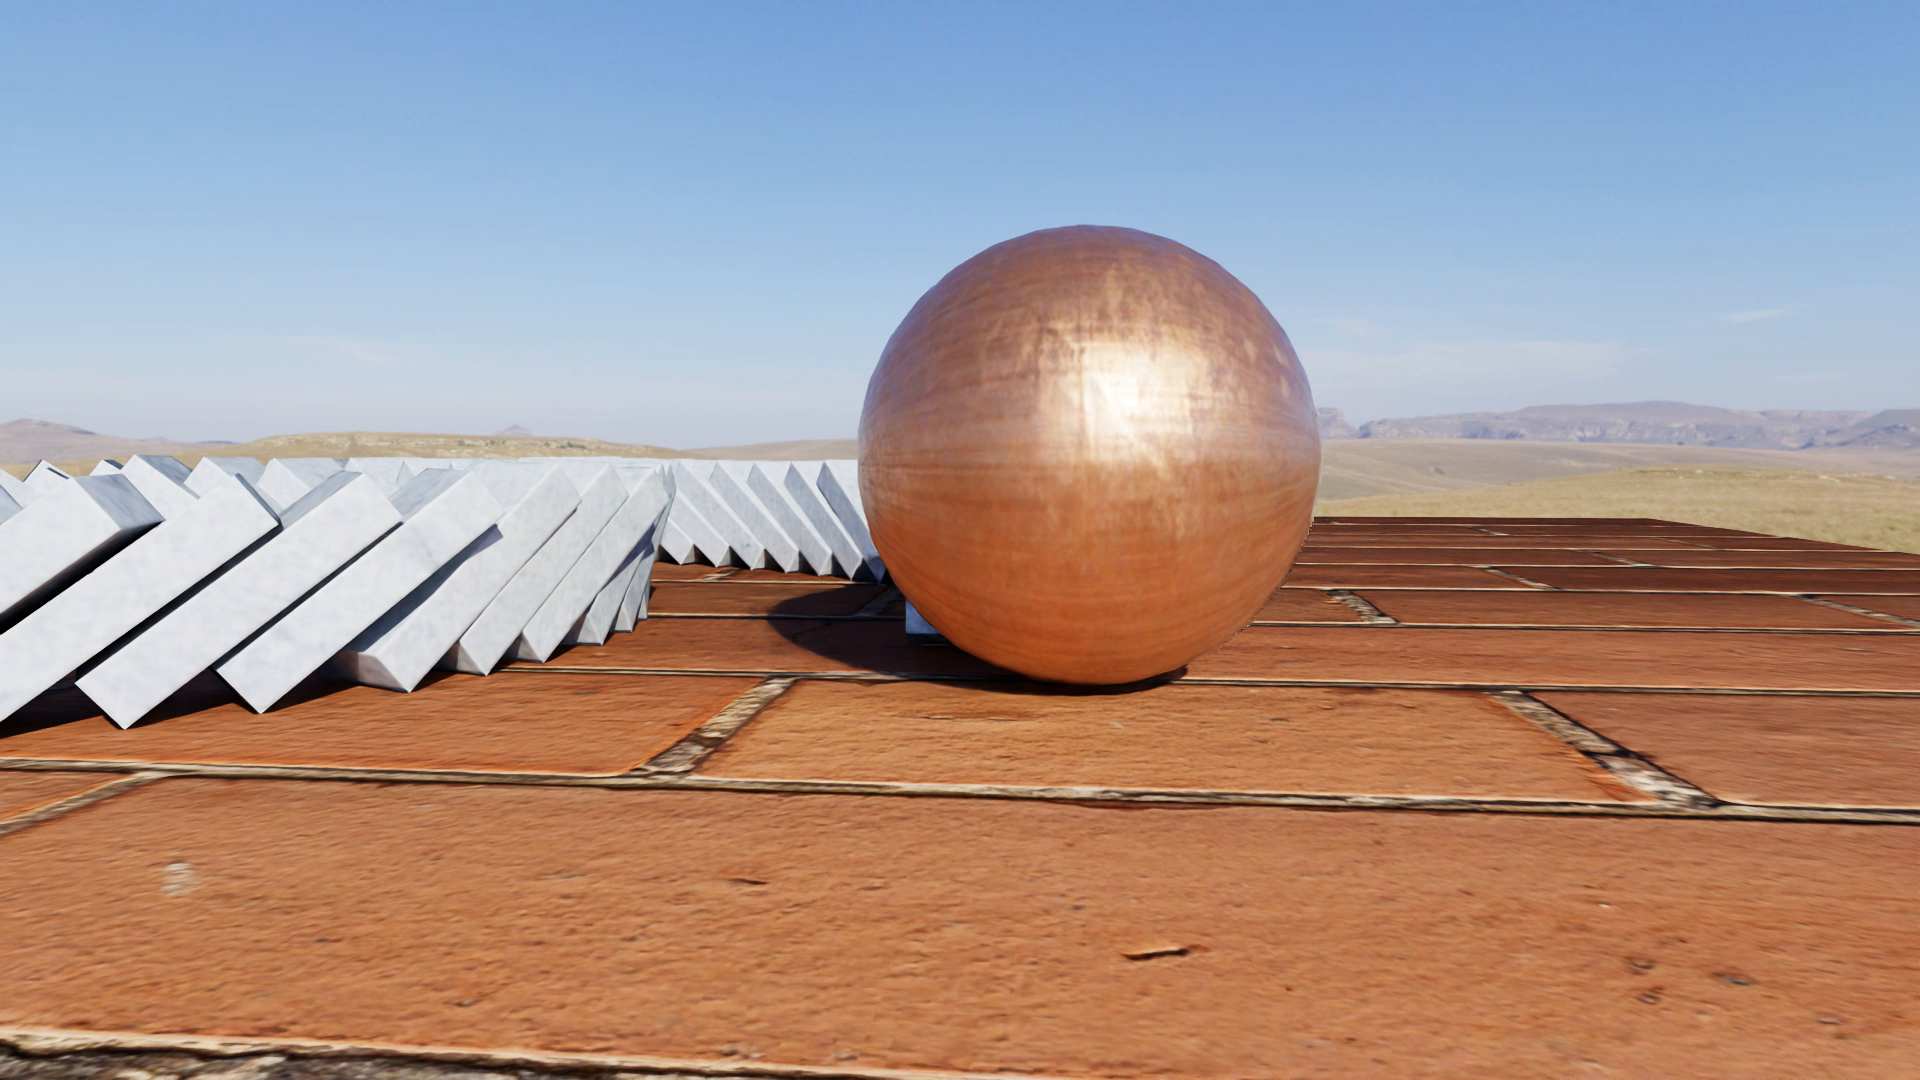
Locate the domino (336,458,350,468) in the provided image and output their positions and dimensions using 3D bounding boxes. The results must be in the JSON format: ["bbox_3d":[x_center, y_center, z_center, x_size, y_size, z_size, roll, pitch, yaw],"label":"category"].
[{"bbox_3d":[-0.210,-0.011,0.472,0.050,0.009,0.025,35,0,-8],"label":"domino"}]

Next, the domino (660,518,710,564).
[{"bbox_3d":[-0.107,-0.011,0.467,0.050,0.010,0.025,41,21,20],"label":"domino"}]

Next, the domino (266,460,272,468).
[{"bbox_3d":[-0.227,-0.011,0.467,0.050,0.009,0.025,36,-4,-12],"label":"domino"}]

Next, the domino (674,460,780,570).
[{"bbox_3d":[-0.077,-0.010,0.451,0.050,0.010,0.025,44,27,26],"label":"domino"}]

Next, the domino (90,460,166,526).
[{"bbox_3d":[-0.274,-0.009,0.445,0.050,0.010,0.025,38,-13,-24],"label":"domino"}]

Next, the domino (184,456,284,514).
[{"bbox_3d":[-0.195,-0.005,0.373,0.050,0.009,0.025,39,3,-2],"label":"domino"}]

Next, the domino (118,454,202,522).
[{"bbox_3d":[-0.213,-0.005,0.368,0.050,0.010,0.025,39,-5,-11],"label":"domino"}]

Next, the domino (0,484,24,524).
[{"bbox_3d":[-0.162,0.010,0.181,0.050,0.010,0.025,-39,9,-5],"label":"domino"}]

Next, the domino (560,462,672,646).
[{"bbox_3d":[-0.085,0.002,0.288,0.025,0.010,0.050,1,42,10],"label":"domino"}]

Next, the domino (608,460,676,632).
[{"bbox_3d":[-0.086,0.000,0.305,0.025,0.009,0.050,1,42,3],"label":"domino"}]

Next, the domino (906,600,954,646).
[{"bbox_3d":[0.002,-0.003,0.275,0.025,0.050,0.010,0,-19,4],"label":"domino"}]

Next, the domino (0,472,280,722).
[{"bbox_3d":[-0.131,0.009,0.199,0.050,0.010,0.025,-42,21,-19],"label":"domino"}]

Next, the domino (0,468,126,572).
[{"bbox_3d":[-0.233,-0.001,0.329,0.025,0.009,0.050,1,-33,33],"label":"domino"}]

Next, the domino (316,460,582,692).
[{"bbox_3d":[-0.096,0.005,0.239,0.025,0.010,0.050,3,44,32],"label":"domino"}]

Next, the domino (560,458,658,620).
[{"bbox_3d":[-0.090,-0.001,0.323,0.025,0.009,0.050,0,43,-8],"label":"domino"}]

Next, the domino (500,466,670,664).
[{"bbox_3d":[-0.085,0.004,0.269,0.025,0.009,0.050,2,42,25],"label":"domino"}]

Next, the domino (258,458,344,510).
[{"bbox_3d":[-0.178,-0.005,0.377,0.050,0.009,0.025,39,10,6],"label":"domino"}]

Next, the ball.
[{"bbox_3d":[0.022,-0.014,0.226,0.080,0.080,0.080,0,4,0],"label":"ball"}]

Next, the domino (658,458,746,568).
[{"bbox_3d":[-0.092,-0.010,0.460,0.050,0.009,0.025,42,24,23],"label":"domino"}]

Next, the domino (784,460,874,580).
[{"bbox_3d":[-0.035,-0.007,0.419,0.025,0.010,0.050,-3,41,-38],"label":"domino"}]

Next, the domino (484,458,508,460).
[{"bbox_3d":[-0.158,-0.012,0.478,0.050,0.010,0.025,37,8,4],"label":"domino"}]

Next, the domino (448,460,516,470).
[{"bbox_3d":[-0.125,-0.004,0.364,0.025,0.010,0.050,-4,43,-41],"label":"domino"}]

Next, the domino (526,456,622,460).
[{"bbox_3d":[-0.100,-0.002,0.338,0.025,0.009,0.050,-2,44,-22],"label":"domino"}]

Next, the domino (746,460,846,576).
[{"bbox_3d":[-0.048,-0.008,0.431,0.025,0.009,0.050,-4,41,-43],"label":"domino"}]

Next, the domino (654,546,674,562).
[{"bbox_3d":[-0.123,-0.012,0.474,0.050,0.009,0.025,40,18,17],"label":"domino"}]

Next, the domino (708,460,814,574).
[{"bbox_3d":[-0.062,-0.009,0.441,0.025,0.010,0.050,-5,42,-49],"label":"domino"}]

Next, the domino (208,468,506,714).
[{"bbox_3d":[-0.105,0.007,0.221,0.025,0.010,0.050,6,45,51],"label":"domino"}]

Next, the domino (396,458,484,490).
[{"bbox_3d":[-0.141,-0.005,0.373,0.025,0.009,0.050,-4,44,-51],"label":"domino"}]

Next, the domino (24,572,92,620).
[{"bbox_3d":[-0.242,0.014,0.311,0.025,0.010,0.050,3,5,30],"label":"domino"}]

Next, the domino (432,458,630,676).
[{"bbox_3d":[-0.090,0.004,0.254,0.025,0.010,0.050,4,45,27],"label":"domino"}]

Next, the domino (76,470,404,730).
[{"bbox_3d":[-0.117,0.008,0.210,0.050,0.009,0.025,-44,26,-23],"label":"domino"}]

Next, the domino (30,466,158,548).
[{"bbox_3d":[-0.227,-0.002,0.351,0.050,0.009,0.025,38,-17,-30],"label":"domino"}]

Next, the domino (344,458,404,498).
[{"bbox_3d":[-0.158,-0.005,0.379,0.050,0.009,0.025,43,21,19],"label":"domino"}]

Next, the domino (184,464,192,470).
[{"bbox_3d":[-0.259,-0.010,0.454,0.050,0.009,0.025,37,-9,-19],"label":"domino"}]

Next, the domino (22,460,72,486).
[{"bbox_3d":[-0.287,-0.009,0.432,0.050,0.010,0.025,41,-20,-31],"label":"domino"}]

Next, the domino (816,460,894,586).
[{"bbox_3d":[-0.024,-0.007,0.406,0.025,0.010,0.050,-3,42,-34],"label":"domino"}]

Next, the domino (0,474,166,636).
[{"bbox_3d":[-0.146,0.009,0.189,0.050,0.009,0.025,-40,15,-12],"label":"domino"}]
